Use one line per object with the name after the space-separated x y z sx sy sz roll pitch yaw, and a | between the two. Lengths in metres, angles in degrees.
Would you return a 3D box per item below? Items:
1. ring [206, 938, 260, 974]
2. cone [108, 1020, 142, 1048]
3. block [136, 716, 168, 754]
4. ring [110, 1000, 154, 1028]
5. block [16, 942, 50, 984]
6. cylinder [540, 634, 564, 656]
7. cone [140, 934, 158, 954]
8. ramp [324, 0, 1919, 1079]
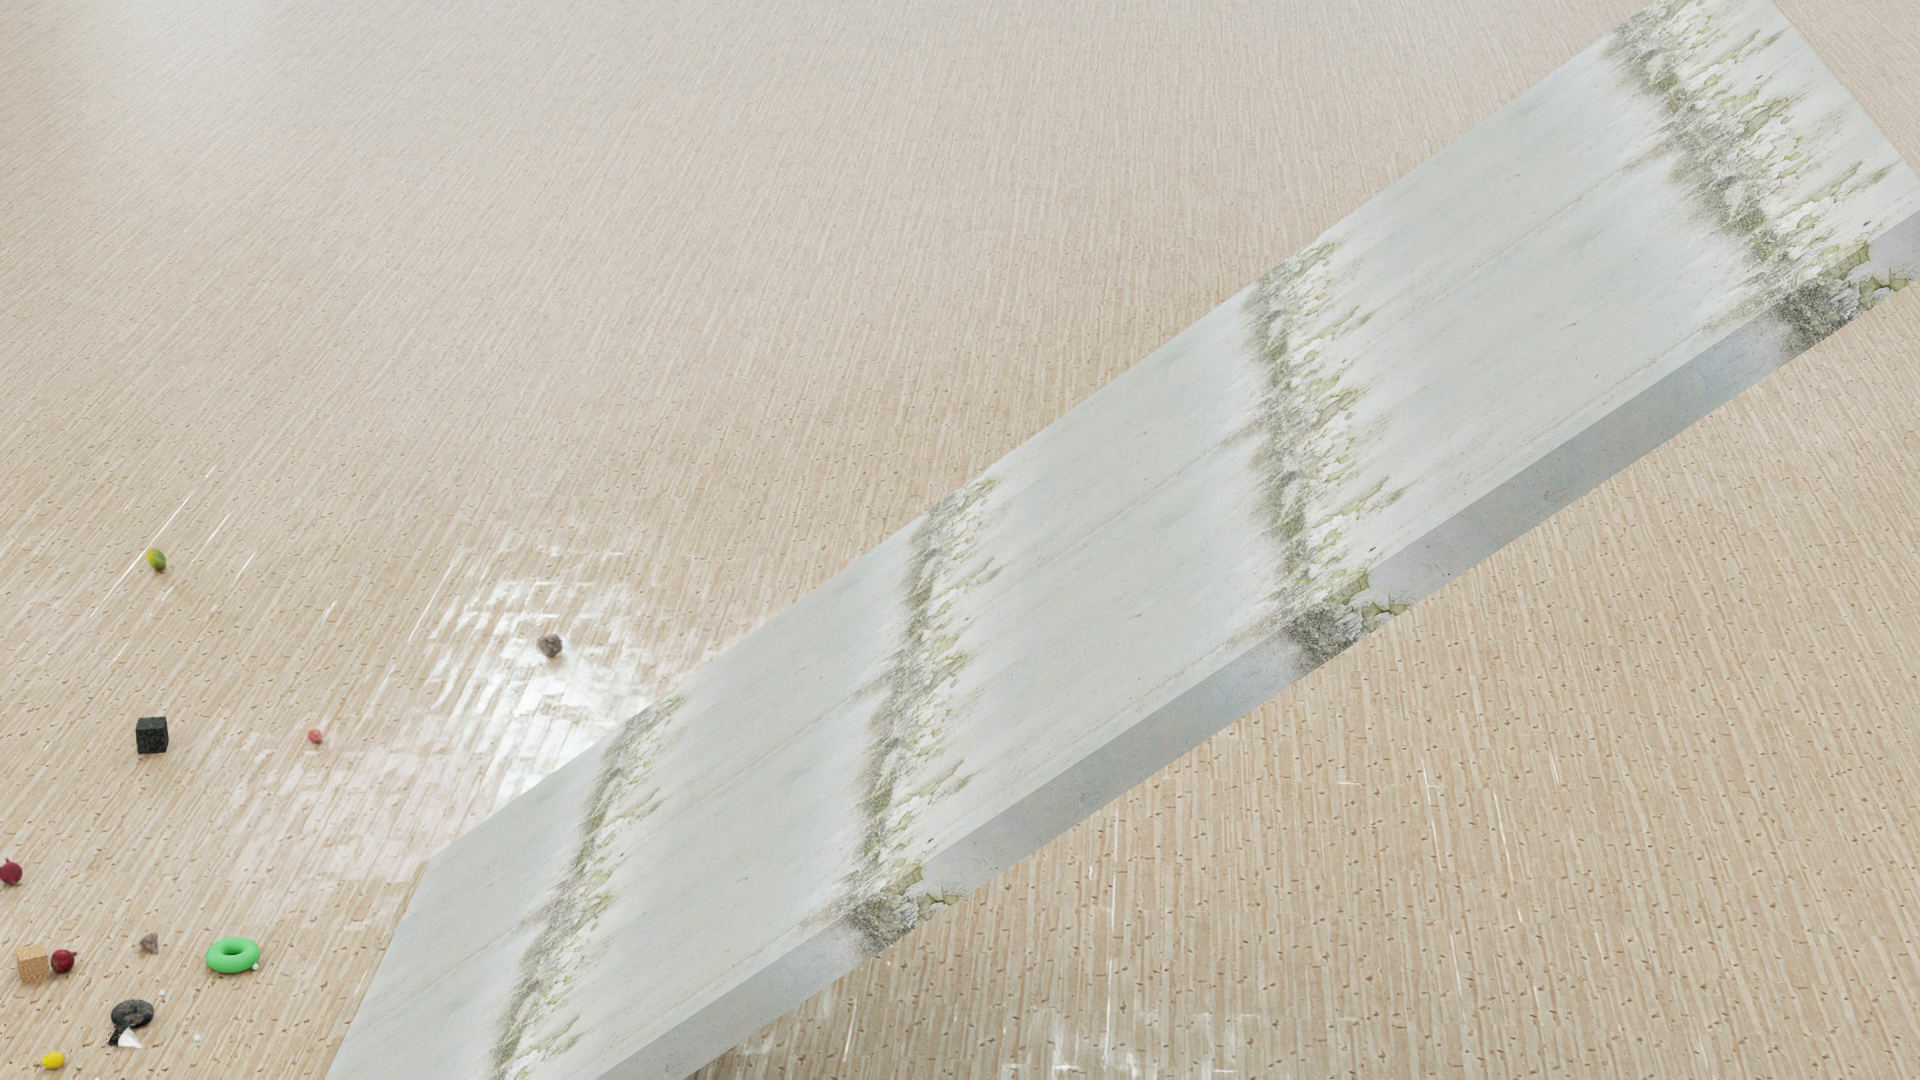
-1.846 1.054 7.469 0.136 0.045 0.136 1 23 0 | ring
-2.009 1.210 7.117 0.072 0.072 0.072 30 27 2 | cone
-2.354 0.569 8.569 0.079 0.079 0.079 -3 23 -7 | block
-2.032 1.164 7.223 0.105 0.035 0.105 1 23 -1 | ring
-2.336 1.067 7.411 0.067 0.067 0.067 -11 25 -24 | block
-1.274 0.330 9.164 0.055 0.055 0.055 -16 28 -34 | cylinder
-2.064 1.042 7.524 0.052 0.052 0.052 -20 57 -39 | cone
0.126 0.181 6.328 4.000 0.100 2.000 -35 16 17 | ramp
